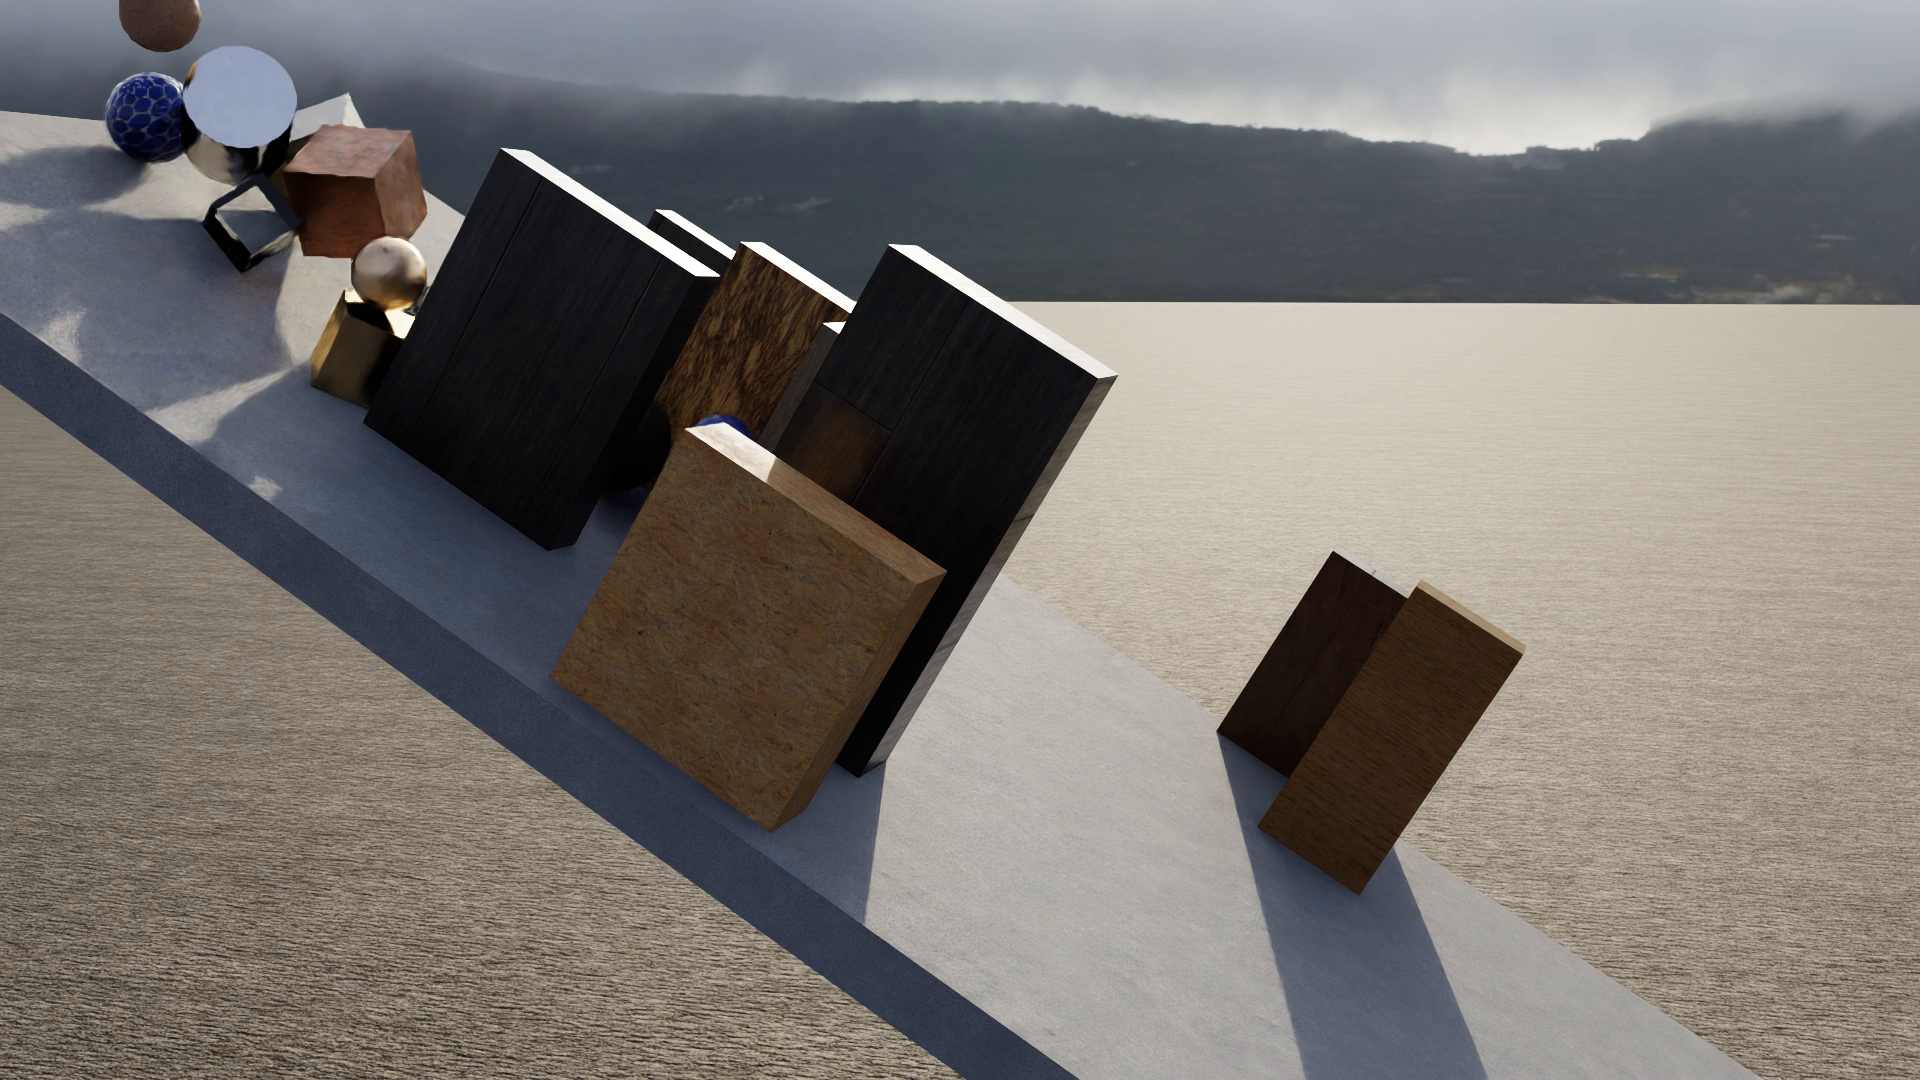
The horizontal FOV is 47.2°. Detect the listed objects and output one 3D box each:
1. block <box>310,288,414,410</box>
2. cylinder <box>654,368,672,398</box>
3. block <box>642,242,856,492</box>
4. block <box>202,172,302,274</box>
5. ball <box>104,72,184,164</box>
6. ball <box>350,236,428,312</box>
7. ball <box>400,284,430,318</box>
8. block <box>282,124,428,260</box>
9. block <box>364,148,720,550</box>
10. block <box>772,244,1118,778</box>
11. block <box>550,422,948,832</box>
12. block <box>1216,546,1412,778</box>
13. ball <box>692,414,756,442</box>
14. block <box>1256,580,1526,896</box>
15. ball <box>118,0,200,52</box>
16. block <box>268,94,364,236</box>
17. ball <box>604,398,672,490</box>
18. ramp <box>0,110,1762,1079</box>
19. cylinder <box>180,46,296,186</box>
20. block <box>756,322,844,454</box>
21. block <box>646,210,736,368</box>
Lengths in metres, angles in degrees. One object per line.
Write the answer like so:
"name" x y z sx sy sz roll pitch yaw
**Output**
"block" -1.047 -0.330 3.886 0.146 0.146 0.146 24 16 -25
"cylinder" -0.669 -0.286 4.368 0.196 0.196 0.196 33 15 11
"block" -0.380 -0.261 4.236 0.351 0.512 0.110 34 15 11
"block" -1.321 -0.591 4.105 0.116 0.116 0.116 -41 8 -28
"ball" -1.615 -0.844 4.401 0.179 0.179 0.179 0 7 0
"ball" -1.005 -0.467 3.870 0.131 0.131 0.131 0 7 0
"ball" -1.058 -0.445 4.301 0.115 0.115 0.115 0 7 0
"block" -1.173 -0.675 4.280 0.185 0.185 0.185 6 39 9
"block" -0.715 -0.322 3.728 0.408 0.539 0.099 34 15 11
"block" -0.117 -0.046 3.555 0.394 0.759 0.140 34 15 11
"block" -0.314 0.125 3.245 0.409 0.437 0.144 34 15 11
"block" 0.873 0.335 4.791 0.433 0.479 0.084 34 15 11
"ball" -0.438 -0.164 4.029 0.134 0.134 0.134 0 7 0
"block" 0.852 0.391 4.357 0.240 0.584 0.105 34 15 11
"ball" -1.470 -0.968 4.039 0.142 0.142 0.142 0 7 0
"block" -1.316 -0.775 4.539 0.189 0.189 0.189 -20 31 -1
"ball" -0.641 -0.192 4.116 0.201 0.201 0.201 0 7 0
"ramp" -0.164 0.271 4.118 4.000 0.100 2.000 34 15 11
"cylinder" -1.402 -0.821 4.269 0.206 0.206 0.206 -3 -10 -21
"block" -0.231 -0.097 3.986 0.295 0.513 0.117 34 15 11
"block" -0.539 -0.380 4.481 0.410 0.429 0.083 34 15 11
